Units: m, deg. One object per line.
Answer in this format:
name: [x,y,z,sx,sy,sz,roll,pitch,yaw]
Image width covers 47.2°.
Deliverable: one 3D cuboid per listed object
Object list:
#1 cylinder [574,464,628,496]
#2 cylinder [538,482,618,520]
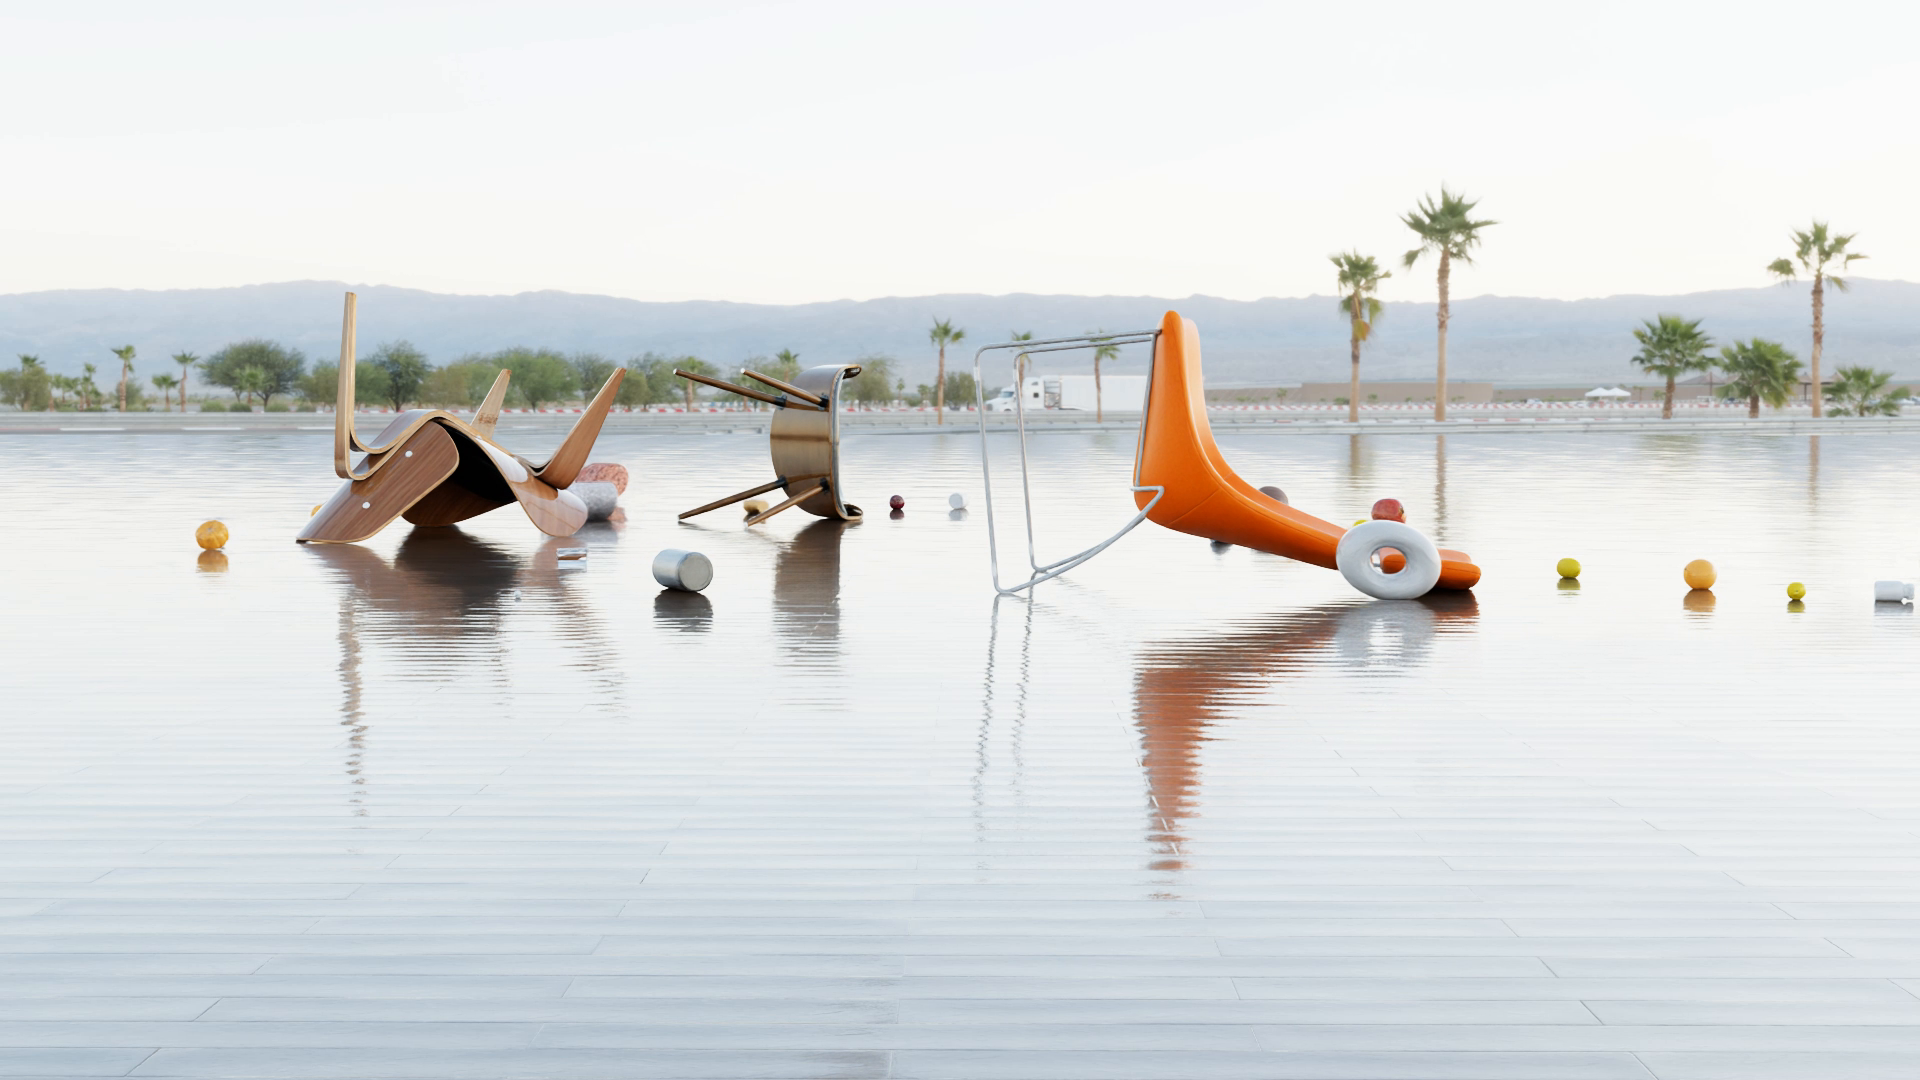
cylinder: [-1.446,-0.234,8.871,0.122,0.137,0.191,3,30,40]
cylinder: [-1.312,-0.133,7.556,0.219,0.119,0.165,-3,-18,-39]
